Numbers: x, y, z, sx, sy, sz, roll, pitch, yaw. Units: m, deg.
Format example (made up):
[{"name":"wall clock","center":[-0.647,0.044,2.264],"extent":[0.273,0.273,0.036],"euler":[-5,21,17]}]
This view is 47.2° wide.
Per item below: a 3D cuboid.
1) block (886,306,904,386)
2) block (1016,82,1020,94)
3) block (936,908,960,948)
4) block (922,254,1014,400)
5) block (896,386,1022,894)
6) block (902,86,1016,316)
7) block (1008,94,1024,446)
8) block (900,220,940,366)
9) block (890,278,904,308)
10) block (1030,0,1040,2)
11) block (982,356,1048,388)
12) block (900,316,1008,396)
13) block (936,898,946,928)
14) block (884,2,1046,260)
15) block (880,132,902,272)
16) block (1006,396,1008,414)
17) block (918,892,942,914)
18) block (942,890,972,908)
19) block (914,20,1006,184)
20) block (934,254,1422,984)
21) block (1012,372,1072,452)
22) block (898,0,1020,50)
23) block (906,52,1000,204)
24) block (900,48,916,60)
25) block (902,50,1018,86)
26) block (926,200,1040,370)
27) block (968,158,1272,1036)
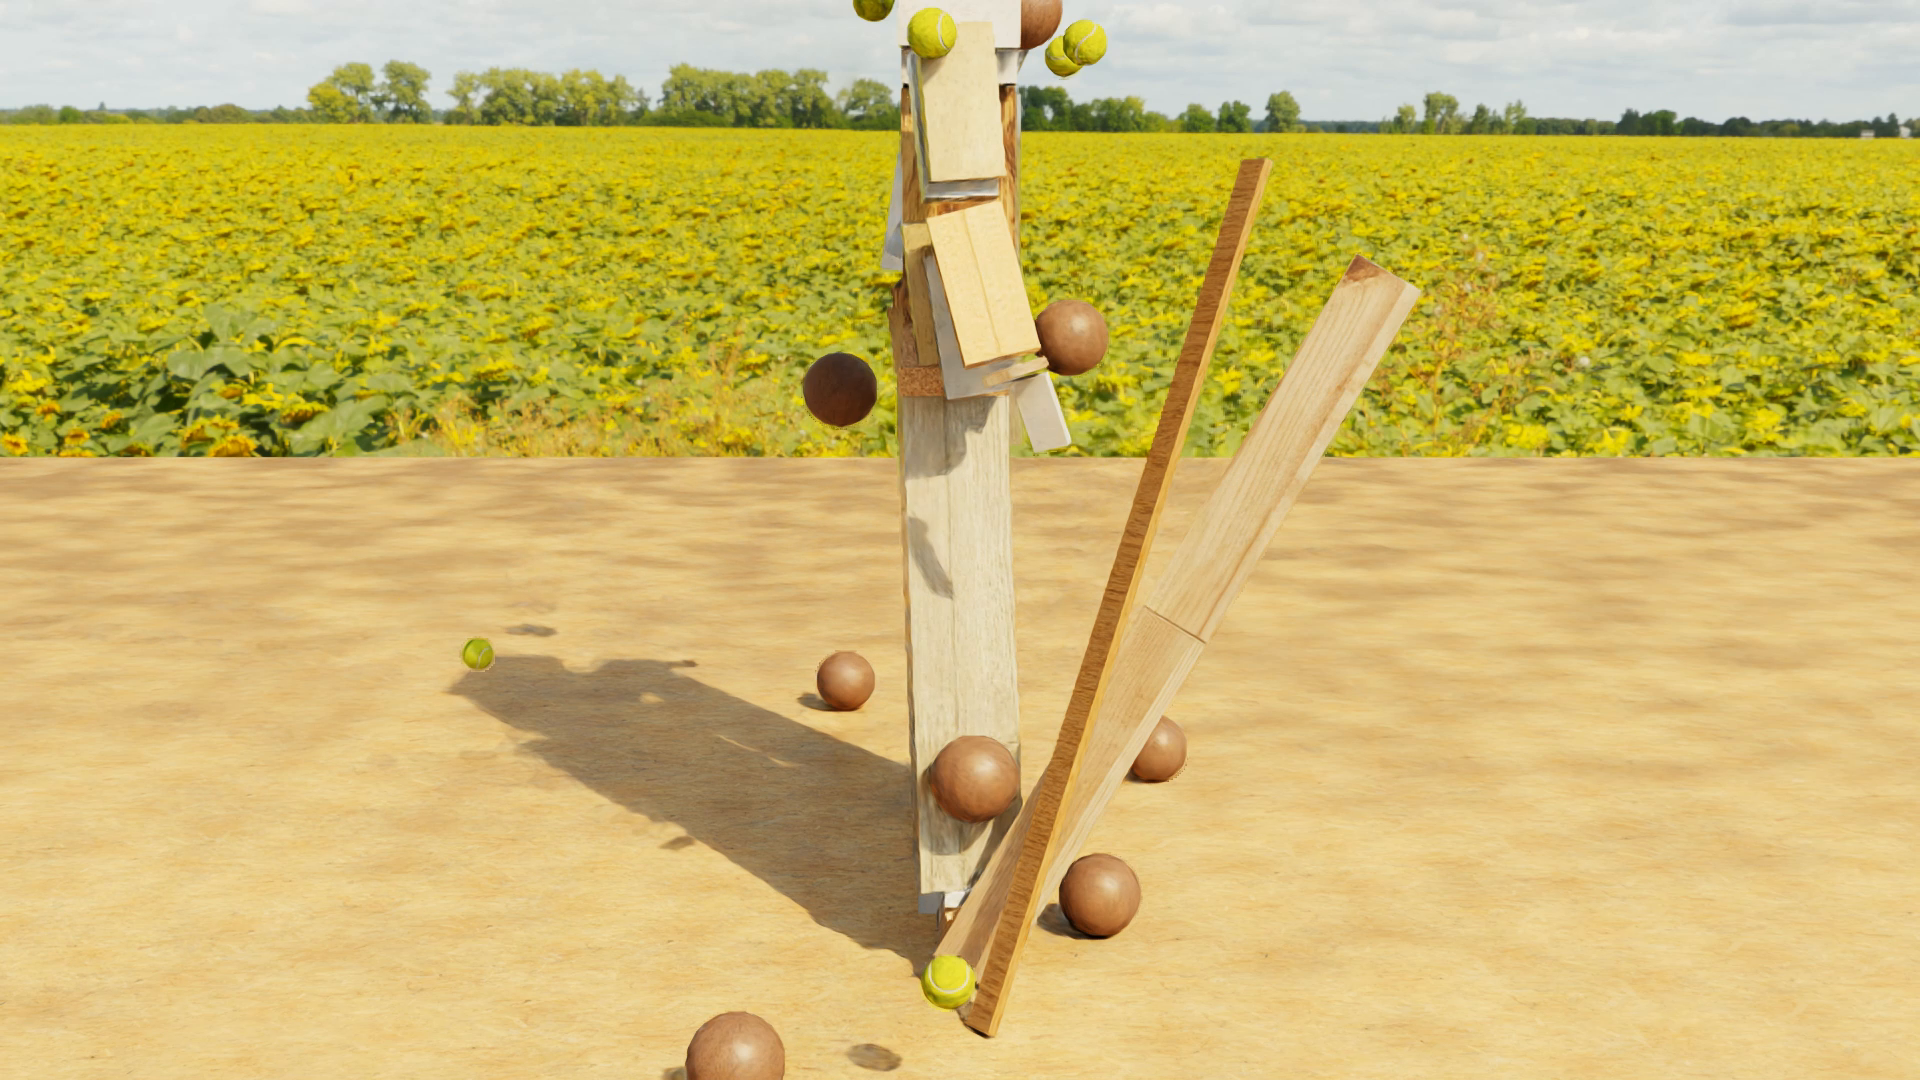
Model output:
[{"name":"block","center":[-0.043,-0.273,3.663],"extent":[0.122,0.245,0.035],"euler":[-3,13,22]},{"name":"block","center":[0.025,-0.764,3.767],"extent":[0.138,0.039,0.275],"euler":[2,12,5]},{"name":"block","center":[0.010,0.592,3.350],"extent":[0.078,0.022,0.157],"euler":[-1,-27,-7]},{"name":"block","center":[0.014,-0.312,3.153],"extent":[0.103,0.206,0.029],"euler":[-10,10,-6]},{"name":"block","center":[0.001,0.144,3.317],"extent":[0.160,0.758,0.045],"euler":[-2,-1,-13]},{"name":"block","center":[-0.002,-0.516,3.352],"extent":[0.171,0.341,0.048],"euler":[0,15,1]},{"name":"block","center":[0.013,-0.435,3.561],"extent":[0.171,0.561,0.048],"euler":[1,11,8]},{"name":"block","center":[-0.022,-0.364,3.201],"extent":[0.103,0.206,0.029],"euler":[-9,16,-7]},{"name":"block","center":[-0.031,-0.438,3.721],"extent":[0.122,0.035,0.245],"euler":[-6,15,12]},{"name":"block","center":[0.072,-0.905,3.597],"extent":[0.114,0.016,0.057],"euler":[-1,33,-36]},{"name":"block","center":[0.075,-0.227,2.967],"extent":[0.052,0.015,0.104],"euler":[-18,3,27]},{"name":"block","center":[-0.006,-0.307,3.373],"extent":[0.160,0.045,0.320],"euler":[0,28,1]},{"name":"block","center":[0.007,0.584,3.442],"extent":[0.078,0.022,0.157],"euler":[-1,-18,-4]},{"name":"block","center":[0.009,-0.667,3.618],"extent":[0.057,0.466,0.016],"euler":[28,1,5]},{"name":"block","center":[-0.070,-0.589,3.708],"extent":[0.039,0.275,0.138],"euler":[6,6,-25]},{"name":"block","center":[-0.003,-0.170,3.504],"extent":[0.160,0.320,0.045],"euler":[0,10,1]},{"name":"block","center":[0.000,0.471,3.567],"extent":[0.135,0.271,0.038],"euler":[0,11,0]},{"name":"block","center":[0.013,0.535,3.347],"extent":[0.078,0.022,0.157],"euler":[-2,-1,-3]},{"name":"block","center":[0.000,-0.619,3.111],"extent":[0.108,0.217,0.031],"euler":[-6,5,-11]},{"name":"block","center":[0.298,0.136,3.140],"extent":[0.103,1.188,0.029],"euler":[31,12,5]},{"name":"block","center":[0.112,-0.175,3.013],"extent":[0.052,0.104,0.015],"euler":[-12,16,27]},{"name":"block","center":[0.002,-0.901,3.208],"extent":[0.179,0.358,0.051],"euler":[1,8,1]},{"name":"block","center":[-0.011,-0.594,3.161],"extent":[0.108,0.217,0.031],"euler":[-5,-7,-12]},{"name":"block","center":[0.000,-0.933,3.443],"extent":[0.179,0.358,0.051],"euler":[1,5,10]},{"name":"block","center":[-0.003,-0.723,3.414],"extent":[0.171,0.048,0.341],"euler":[0,8,-1]},{"name":"block","center":[0.032,-0.359,3.099],"extent":[0.108,0.217,0.031],"euler":[-14,-6,-4]},{"name":"block","center":[0.234,0.066,3.168],"extent":[0.015,1.322,0.052],"euler":[22,-7,-33]}]
